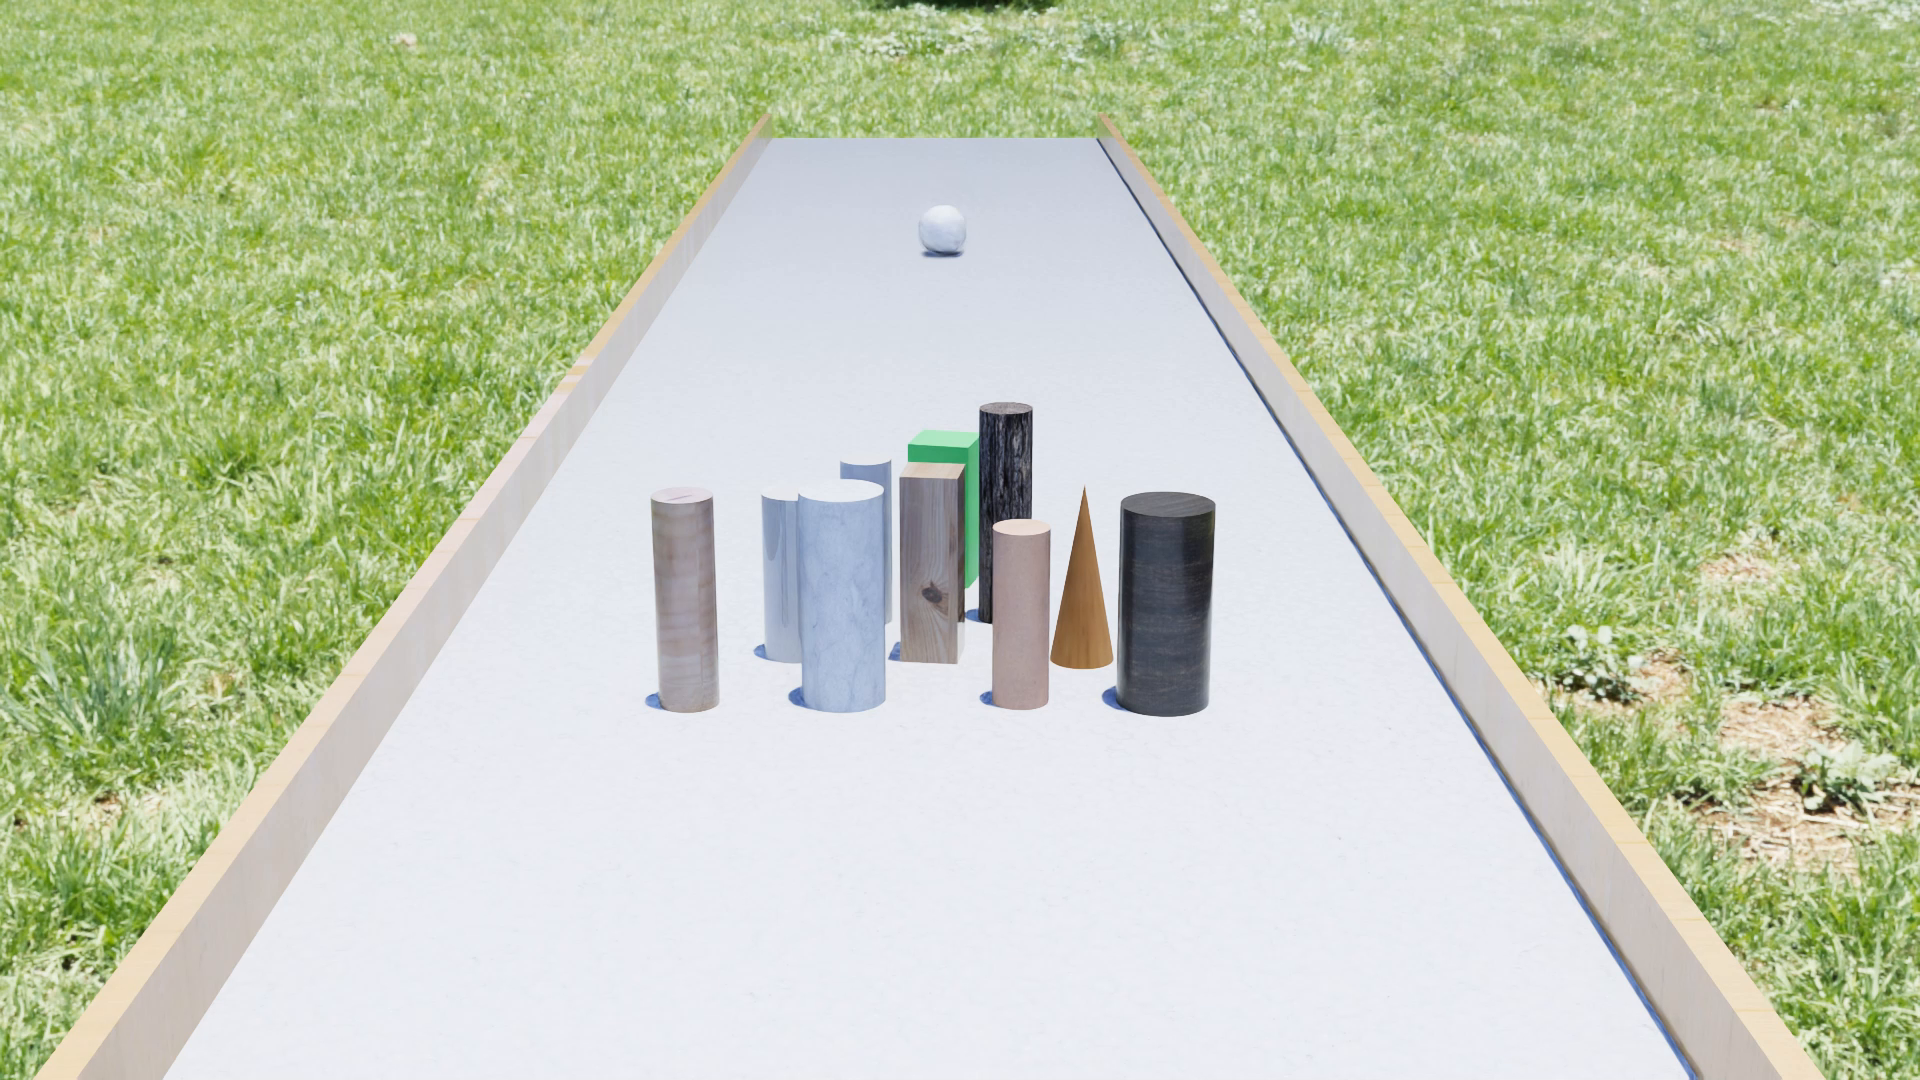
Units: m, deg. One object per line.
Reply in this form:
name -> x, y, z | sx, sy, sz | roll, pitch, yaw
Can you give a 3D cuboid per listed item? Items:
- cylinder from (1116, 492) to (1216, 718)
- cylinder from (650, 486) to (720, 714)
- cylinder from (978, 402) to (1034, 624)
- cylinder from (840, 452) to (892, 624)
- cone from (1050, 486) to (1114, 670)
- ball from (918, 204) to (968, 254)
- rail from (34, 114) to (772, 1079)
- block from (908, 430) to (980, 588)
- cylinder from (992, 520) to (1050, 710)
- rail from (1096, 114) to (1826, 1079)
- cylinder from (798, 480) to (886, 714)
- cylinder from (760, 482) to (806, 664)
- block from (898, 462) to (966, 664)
cylinder -> 0.387, 0.119, 4.142 | 0.178, 0.389, 0.178 | 0, 17, 0
cylinder -> -0.515, 0.113, 4.129 | 0.116, 0.409, 0.116 | 0, 17, 0
cylinder -> 0.095, -0.054, 4.609 | 0.112, 0.456, 0.112 | 0, 17, 0
cylinder -> -0.196, -0.001, 4.612 | 0.108, 0.352, 0.108 | 0, 17, 0
cone -> 0.245, 0.064, 4.372 | 0.129, 0.365, 0.129 | 0, 17, 0
ball -> -0.073, -1.309, 9.261 | 0.209, 0.209, 0.209 | 0, 17, 0
rail -> -1.118, -0.838, 7.780 | 0.050, 0.150, 12.000 | 0, 17, -1
block -> -0.031, -0.070, 4.898 | 0.138, 0.322, 0.138 | 4, 17, 13
cylinder -> 0.115, 0.141, 4.148 | 0.108, 0.345, 0.108 | 0, 17, 0
rail -> 0.932, -0.844, 7.801 | 0.050, 0.150, 12.000 | 0, 17, -1
cylinder -> -0.222, 0.105, 4.149 | 0.160, 0.413, 0.160 | 0, 17, 0
cylinder -> -0.328, 0.066, 4.412 | 0.135, 0.338, 0.135 | 0, 17, 0
block -> -0.054, 0.046, 4.398 | 0.115, 0.384, 0.115 | 2, 17, 7
